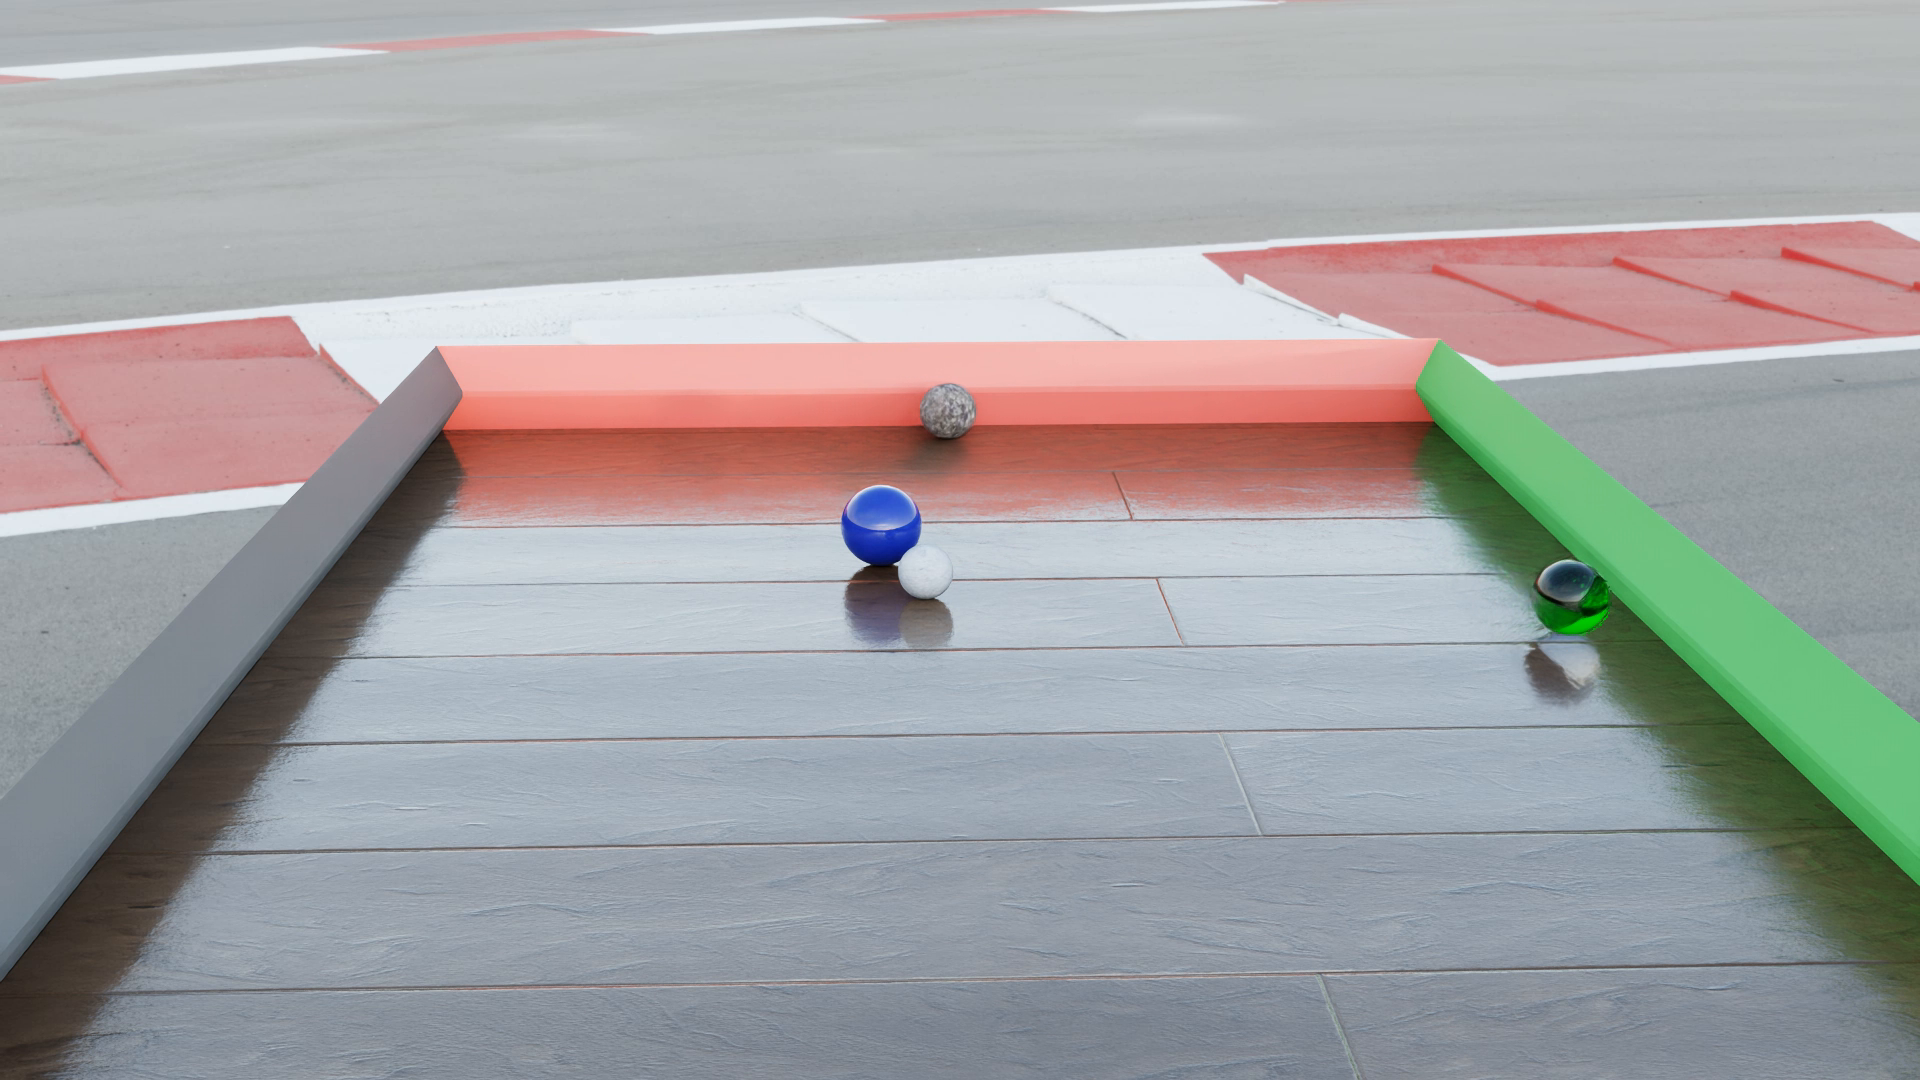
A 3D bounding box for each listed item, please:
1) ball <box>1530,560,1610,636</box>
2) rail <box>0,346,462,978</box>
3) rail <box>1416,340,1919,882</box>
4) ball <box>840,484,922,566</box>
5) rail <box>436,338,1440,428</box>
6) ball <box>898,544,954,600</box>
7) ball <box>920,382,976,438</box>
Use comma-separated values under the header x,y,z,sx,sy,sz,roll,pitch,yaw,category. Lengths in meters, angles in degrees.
x,y,z,sx,sy,sz,roll,pitch,yaw,category
0.673,0.063,2.426,0.083,0.083,0.083,0,17,0,ball
-0.713,0.201,1.880,0.045,0.128,3.039,-1,17,-2,rail
0.768,0.185,1.932,0.045,0.128,3.039,-1,17,-2,rail
-0.096,-0.018,2.672,0.099,0.099,0.099,0,17,0,ball
-0.027,-0.232,3.339,1.529,0.128,0.045,-1,17,-2,rail
-0.040,0.037,2.549,0.064,0.064,0.064,0,17,0,ball
-0.019,-0.193,3.289,0.083,0.083,0.083,0,17,0,ball
